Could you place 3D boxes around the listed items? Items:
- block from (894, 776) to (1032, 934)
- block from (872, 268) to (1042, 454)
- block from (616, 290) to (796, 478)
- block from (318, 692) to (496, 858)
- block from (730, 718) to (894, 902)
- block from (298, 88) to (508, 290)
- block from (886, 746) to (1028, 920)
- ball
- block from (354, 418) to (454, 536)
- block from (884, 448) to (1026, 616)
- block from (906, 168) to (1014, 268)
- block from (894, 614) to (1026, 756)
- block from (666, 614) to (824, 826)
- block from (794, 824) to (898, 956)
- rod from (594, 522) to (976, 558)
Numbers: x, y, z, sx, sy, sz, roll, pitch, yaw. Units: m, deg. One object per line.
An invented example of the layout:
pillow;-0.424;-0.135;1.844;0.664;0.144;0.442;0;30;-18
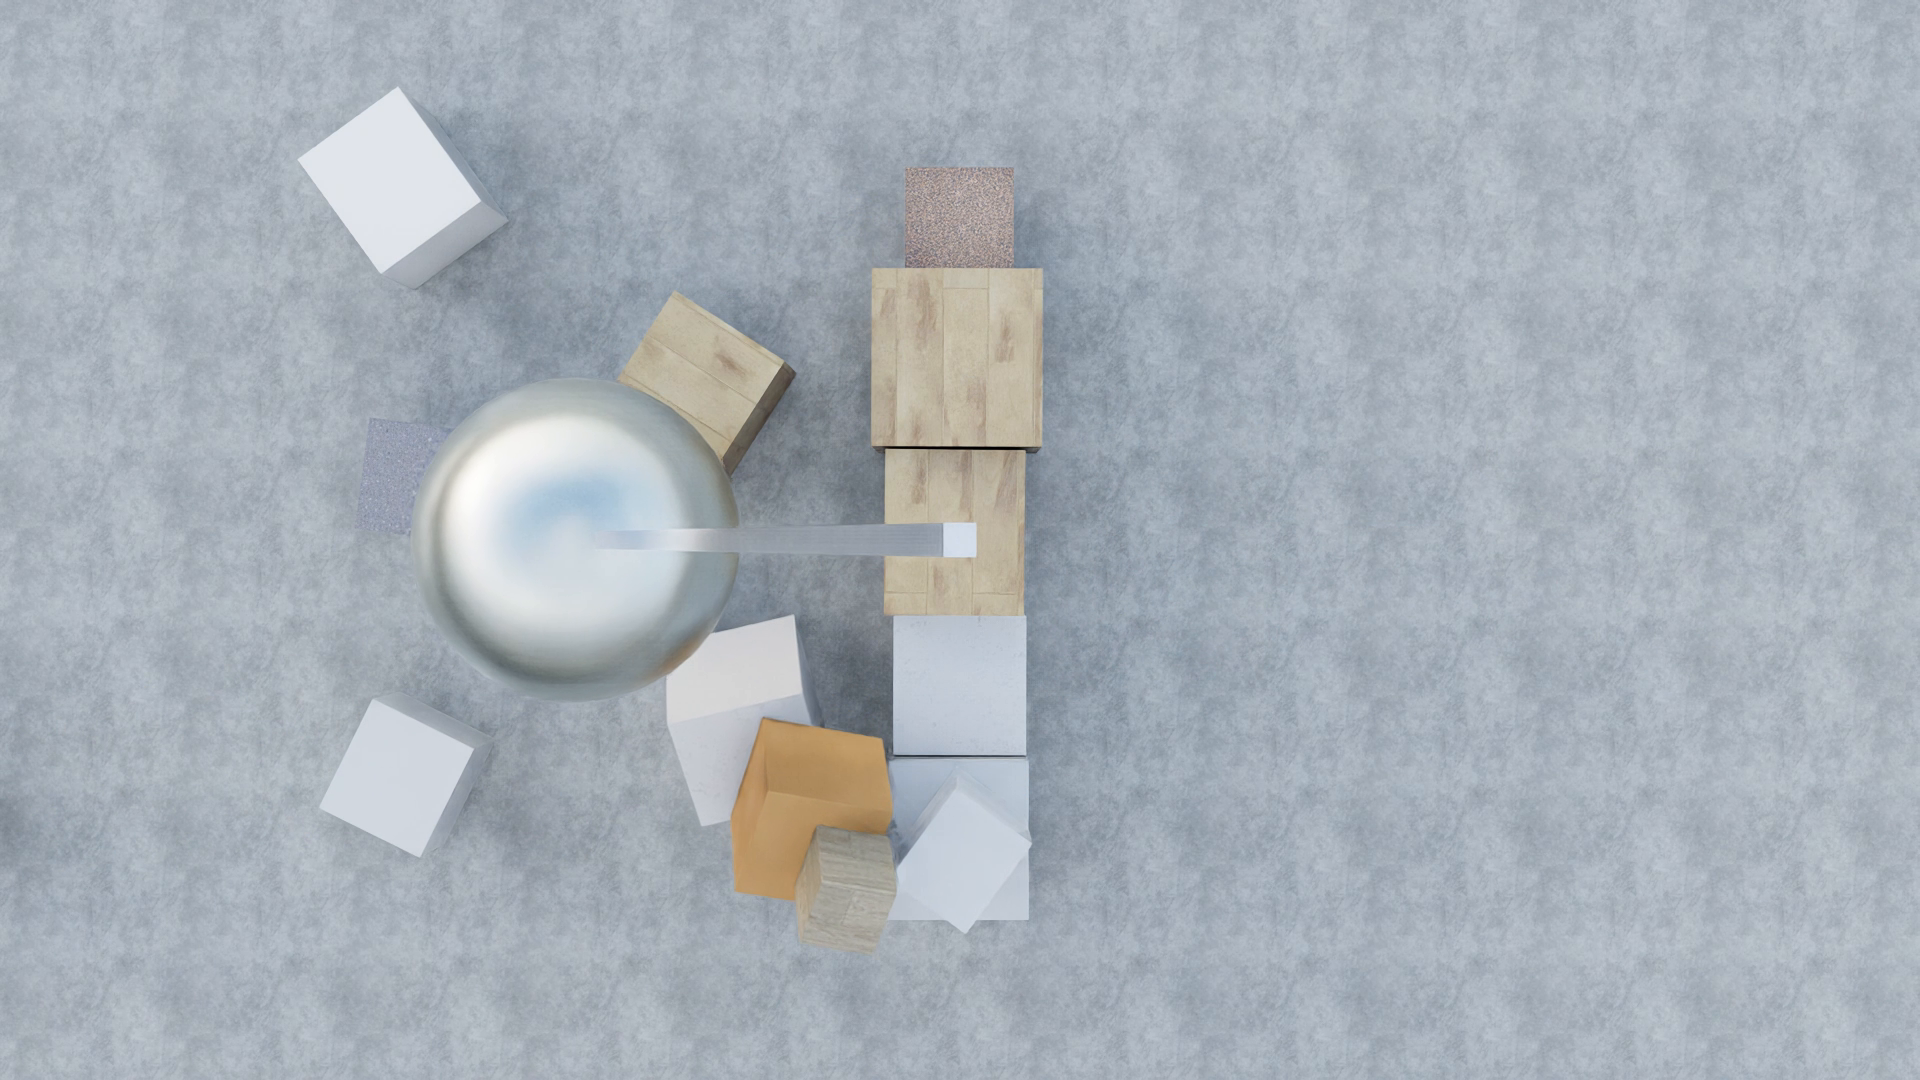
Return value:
block;0.006;1.683;11.805;0.495;0.552;0.589;36;90;0
block;-0.016;-1.000;12.518;0.936;0.963;0.974;0;90;0
block;-1.476;-0.853;12.542;0.720;0.916;0.776;33;90;0
block;-3.179;1.344;12.701;0.638;0.598;0.686;26;90;0
block;-0.819;1.491;11.976;0.685;0.652;0.696;12;119;-15
block;-3.176;-2.003;12.620;0.691;0.761;0.788;-36;90;0
block;-0.019;1.651;12.540;0.792;0.919;0.872;0;90;0
ball;-1.879;0.000;10.804;1.600;1.600;1.600;0;90;0
block;-3.015;-0.332;12.657;0.670;0.687;0.628;8;90;0
block;-0.029;-0.041;12.574;0.774;0.853;0.916;1;90;0
block;-0.003;-1.792;12.655;0.608;0.691;0.590;0;90;0
block;-0.001;0.813;12.652;0.742;0.696;0.781;0;90;0
block;-1.200;1.018;12.475;0.754;0.777;0.737;-13;122;0
block;-0.606;1.838;11.566;0.401;0.455;0.436;12;119;-15
rod;-0.814;0.000;7.575;0.080;5.200;0.080;0;90;-18
